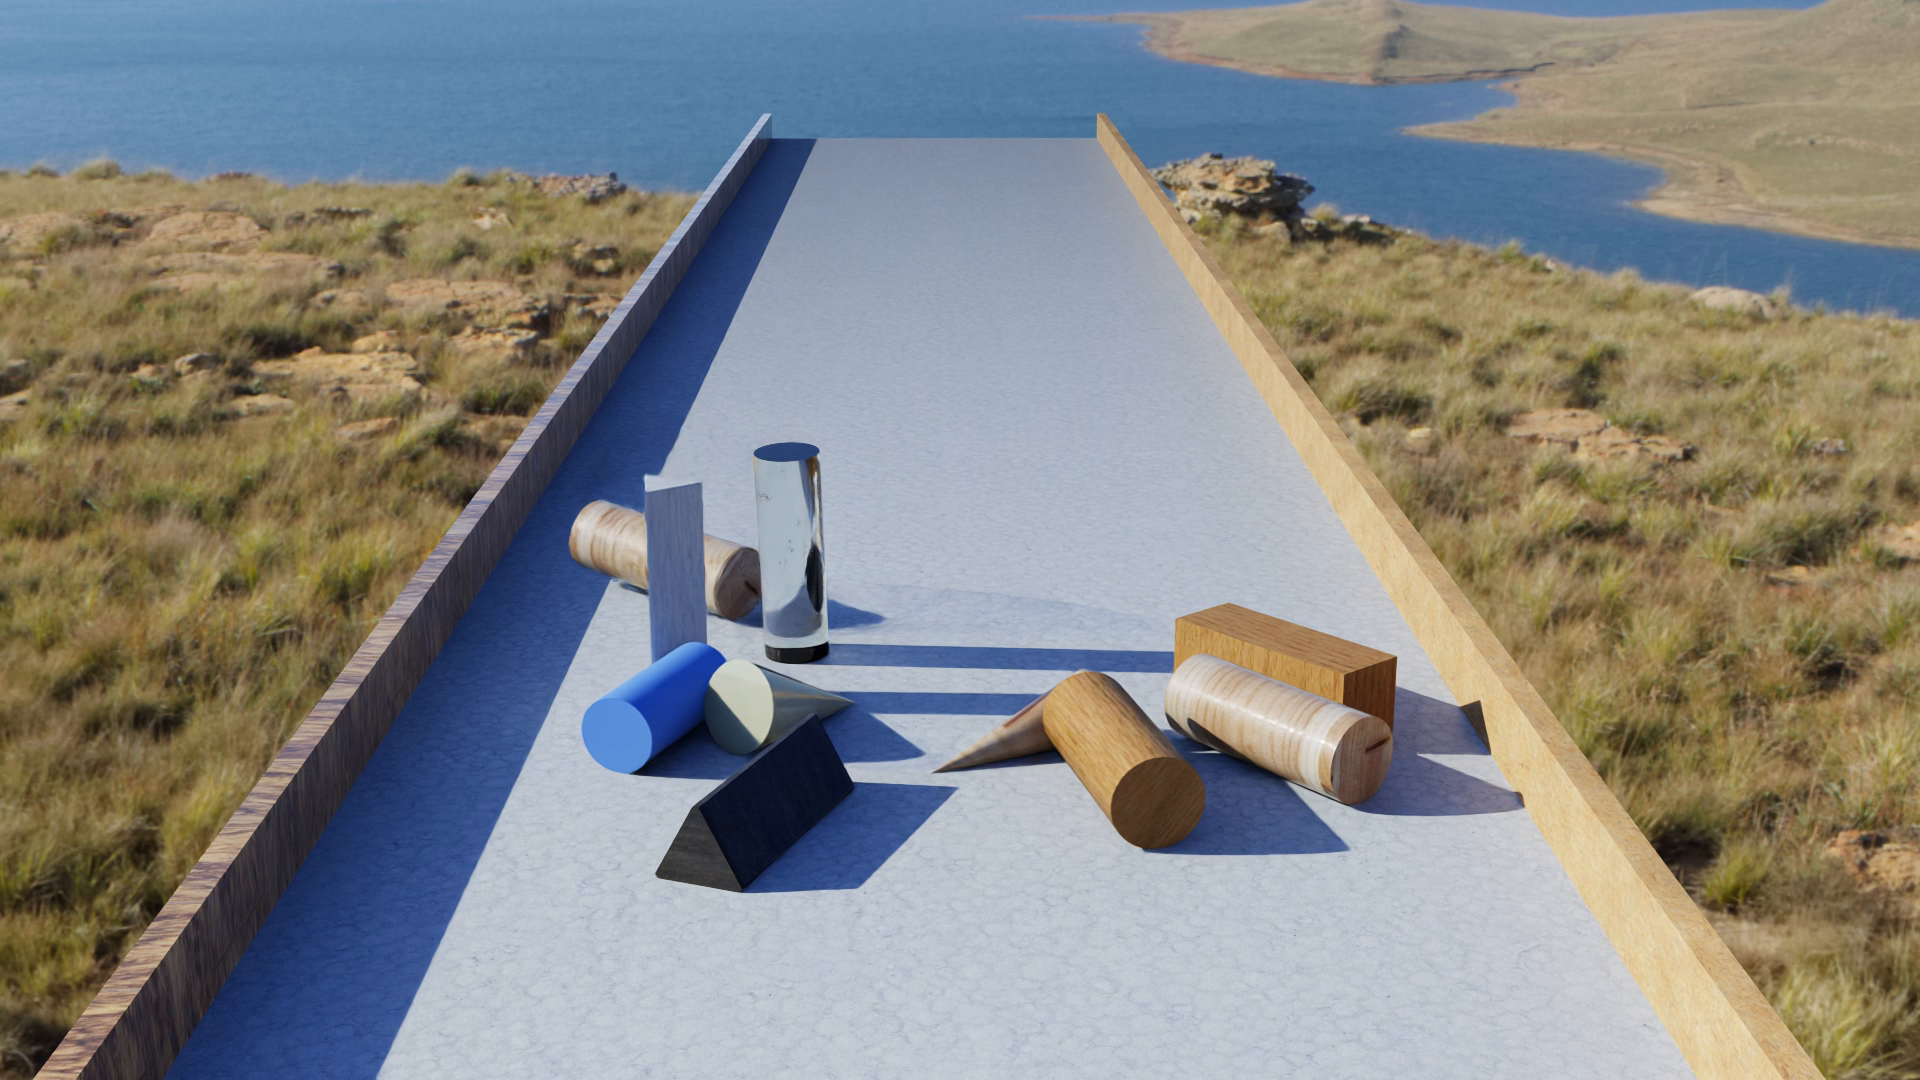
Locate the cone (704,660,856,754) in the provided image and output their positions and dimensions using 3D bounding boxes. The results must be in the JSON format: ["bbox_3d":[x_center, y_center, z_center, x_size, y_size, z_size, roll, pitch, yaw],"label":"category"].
[{"bbox_3d":[-0.297,0.304,4.060,0.170,0.170,0.322,13,6,38],"label":"cone"}]

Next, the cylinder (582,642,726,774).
[{"bbox_3d":[-0.542,0.299,3.976,0.140,0.140,0.316,6,18,20],"label":"cylinder"}]

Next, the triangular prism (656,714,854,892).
[{"bbox_3d":[-0.329,0.415,3.593,0.149,0.129,0.430,6,18,20],"label":"triangular prism"}]

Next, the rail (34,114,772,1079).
[{"bbox_3d":[-1.118,-0.838,7.780,0.050,0.150,12.000,0,17,-1],"label":"rail"}]

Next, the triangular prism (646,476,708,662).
[{"bbox_3d":[-0.559,0.094,4.160,0.120,0.427,0.104,-13,21,-36],"label":"triangular prism"}]

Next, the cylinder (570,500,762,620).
[{"bbox_3d":[-0.634,0.040,4.757,0.434,0.157,0.157,17,23,33],"label":"cylinder"}]

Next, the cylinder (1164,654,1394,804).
[{"bbox_3d":[0.554,0.327,3.856,0.156,0.156,0.403,-13,21,-36],"label":"cylinder"}]

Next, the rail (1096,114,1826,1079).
[{"bbox_3d":[0.932,-0.844,7.801,0.050,0.150,12.000,0,17,-1],"label":"rail"}]

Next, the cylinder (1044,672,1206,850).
[{"bbox_3d":[0.271,0.366,3.718,0.160,0.160,0.409,-4,17,-13],"label":"cylinder"}]

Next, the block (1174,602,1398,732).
[{"bbox_3d":[0.603,0.252,4.118,0.149,0.149,0.413,-14,21,-39],"label":"block"}]

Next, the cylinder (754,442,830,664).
[{"bbox_3d":[-0.335,0.027,4.382,0.130,0.423,0.130,-1,20,0],"label":"cylinder"}]

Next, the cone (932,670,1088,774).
[{"bbox_3d":[0.095,0.354,3.920,0.348,0.136,0.136,-21,24,-24],"label":"cone"}]
